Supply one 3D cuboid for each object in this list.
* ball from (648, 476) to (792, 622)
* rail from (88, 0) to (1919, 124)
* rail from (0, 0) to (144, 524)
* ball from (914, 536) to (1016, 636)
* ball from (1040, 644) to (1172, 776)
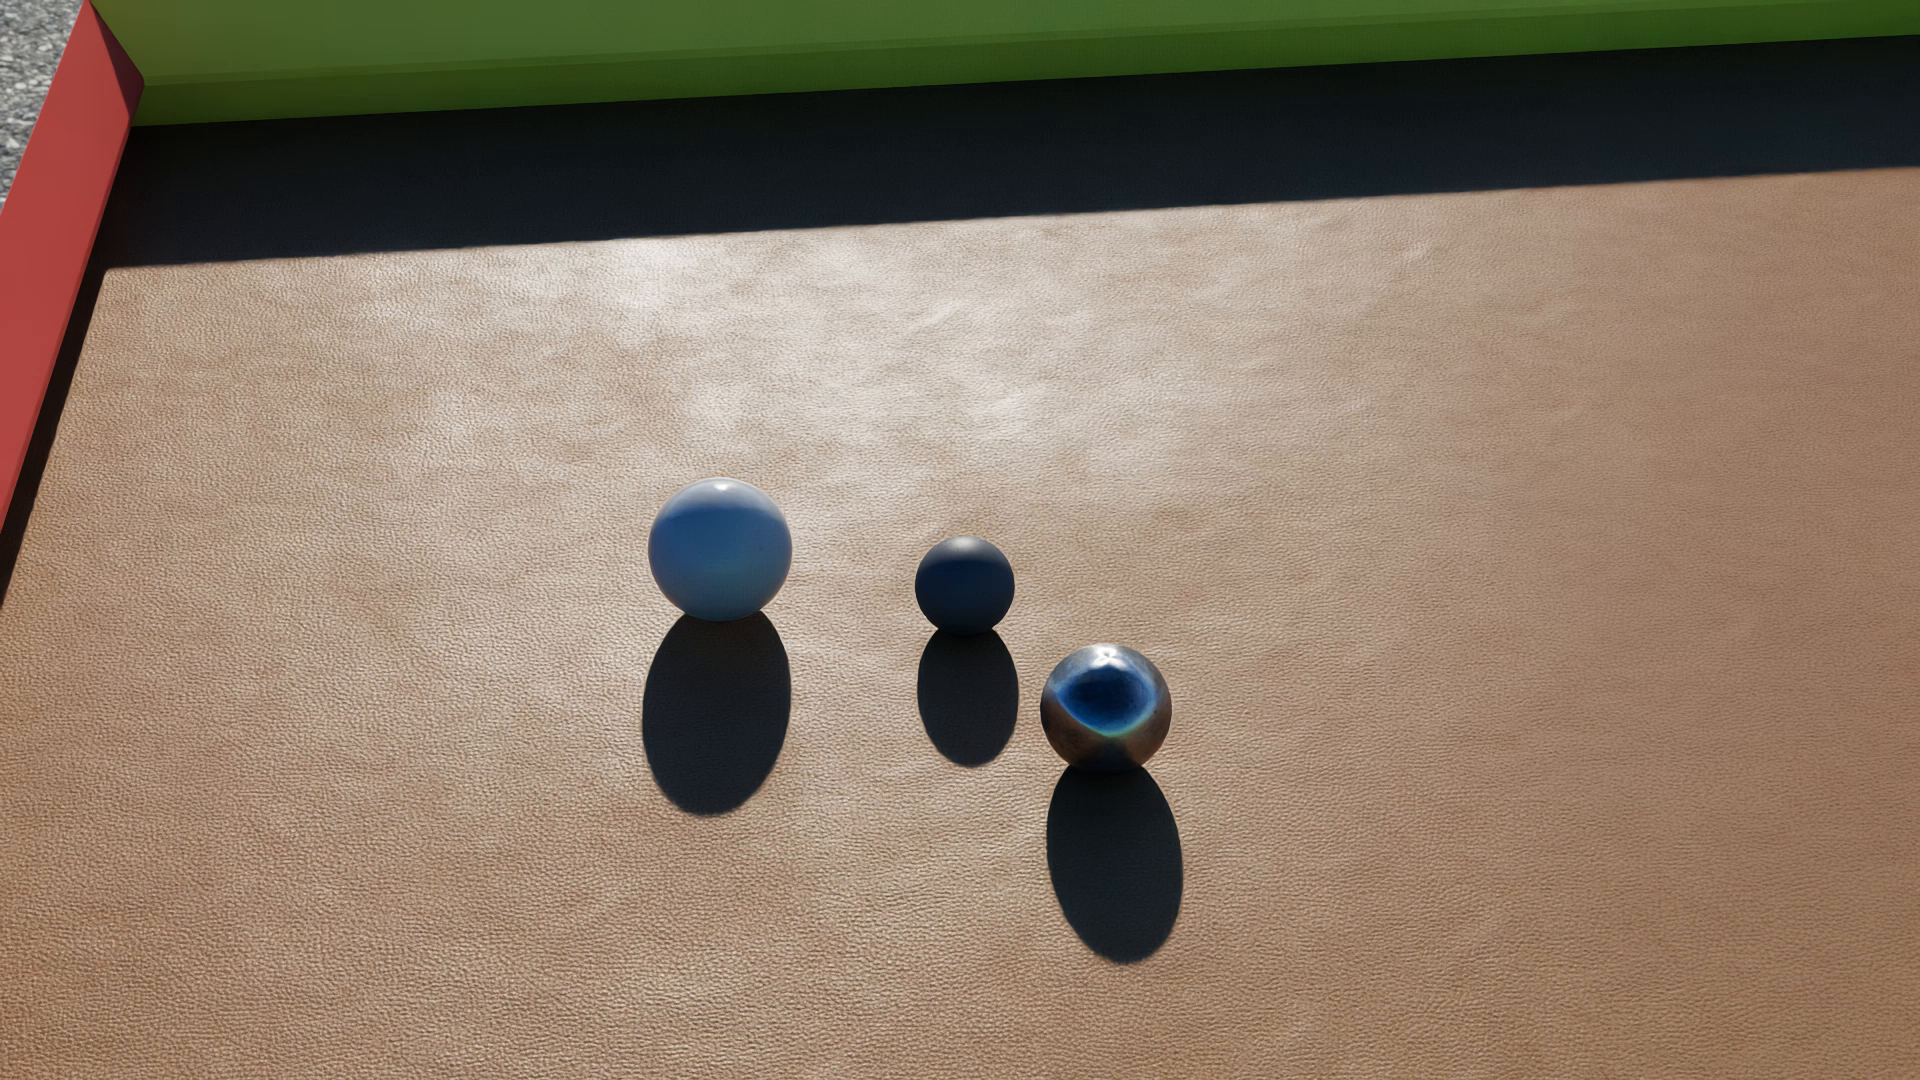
[{"bbox_3d":[-0.158,0.006,1.687,0.095,0.095,0.095,0,35,0],"label":"ball"},{"bbox_3d":[0.579,-0.500,2.371,2.692,0.124,0.045,-4,36,-5],"label":"rail"},{"bbox_3d":[-0.645,0.026,1.633,0.045,0.124,1.560,-4,36,-5],"label":"rail"},{"bbox_3d":[0.003,0.030,1.679,0.066,0.066,0.066,0,35,0],"label":"ball"},{"bbox_3d":[0.089,0.103,1.563,0.081,0.081,0.081,0,35,0],"label":"ball"}]
